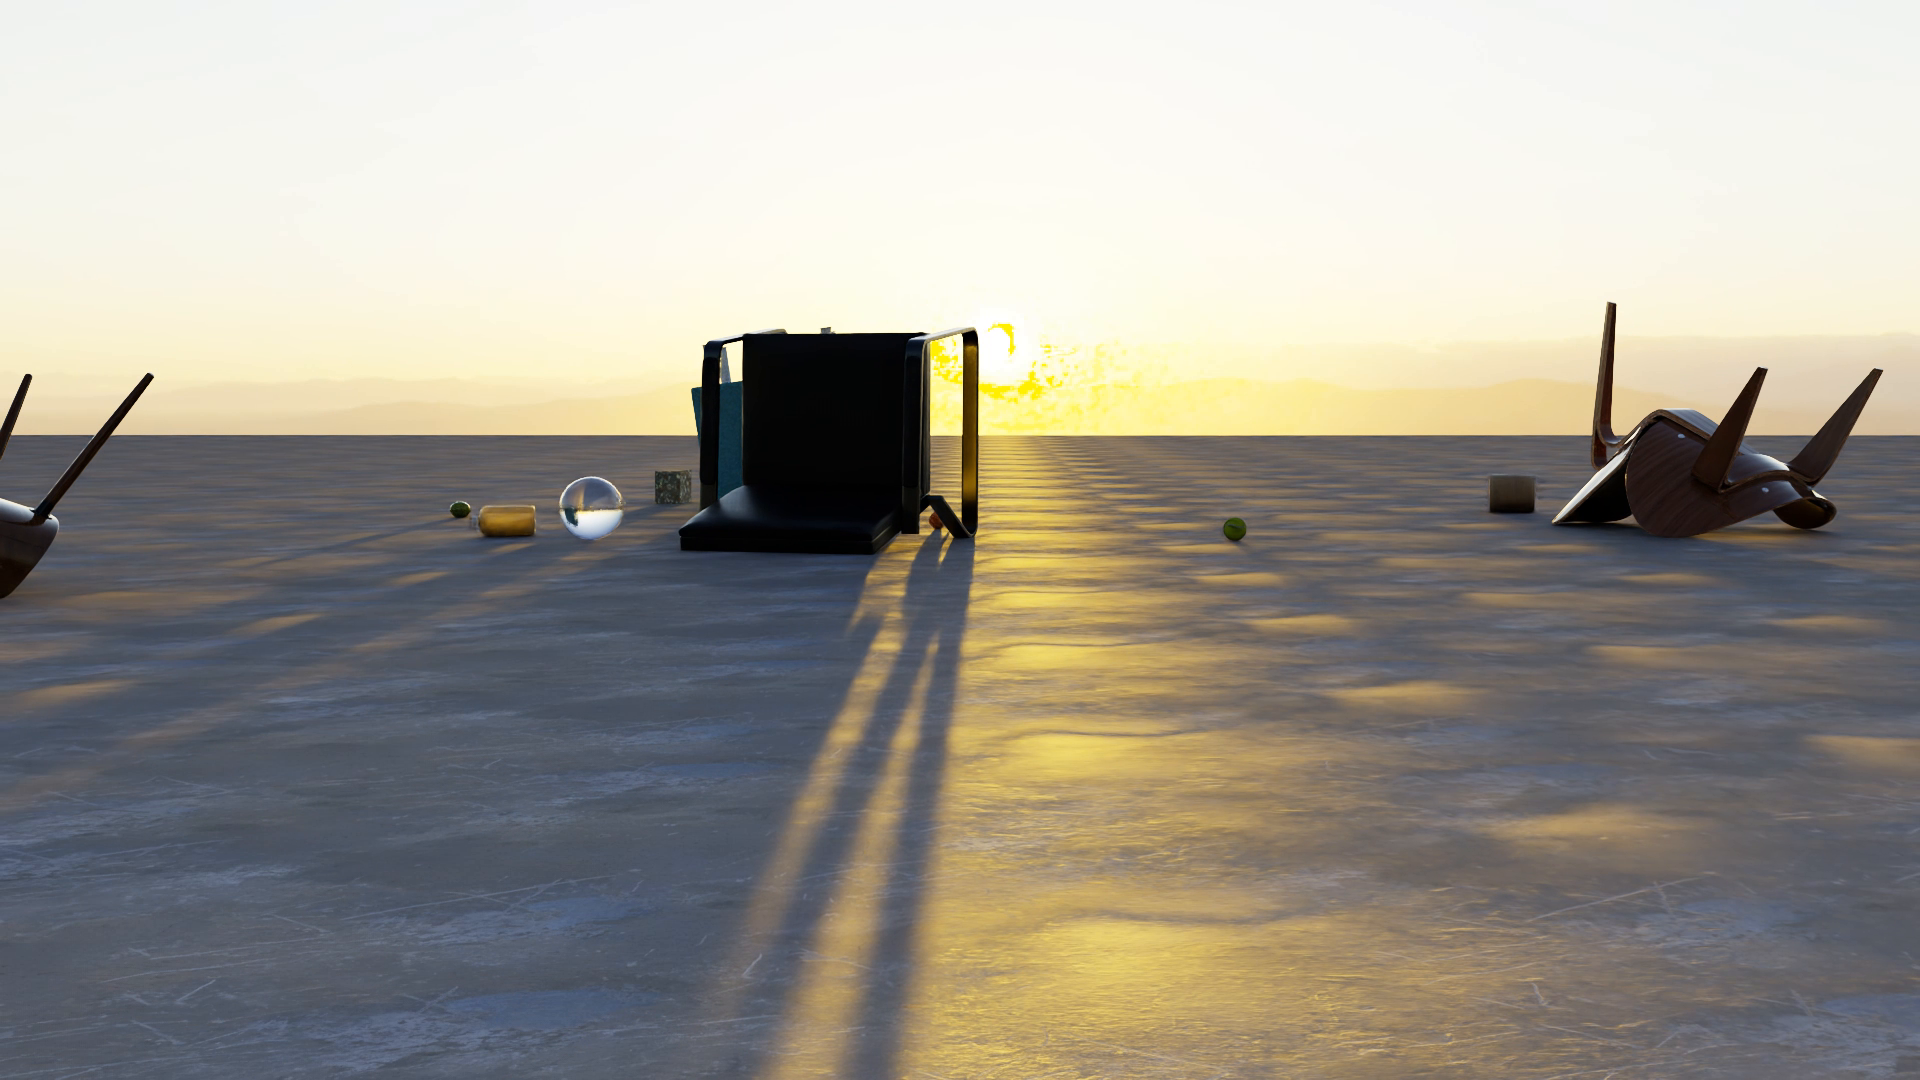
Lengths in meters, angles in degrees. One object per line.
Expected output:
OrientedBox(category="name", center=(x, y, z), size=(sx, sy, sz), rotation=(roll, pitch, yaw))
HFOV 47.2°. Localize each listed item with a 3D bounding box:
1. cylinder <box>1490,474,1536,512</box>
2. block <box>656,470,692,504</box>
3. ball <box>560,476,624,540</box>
OrientedBox(category="cylinder", center=(2.014, -0.170, 8.024), size=(0.159, 0.137, 0.135), rotation=(1, 41, 13))
OrientedBox(category="block", center=(-1.136, -0.213, 8.722), size=(0.099, 0.127, 0.209), rotation=(0, 4, 5))
OrientedBox(category="ball", center=(-1.095, -0.093, 6.528), size=(0.188, 0.188, 0.188), rotation=(0, 4, 0))
